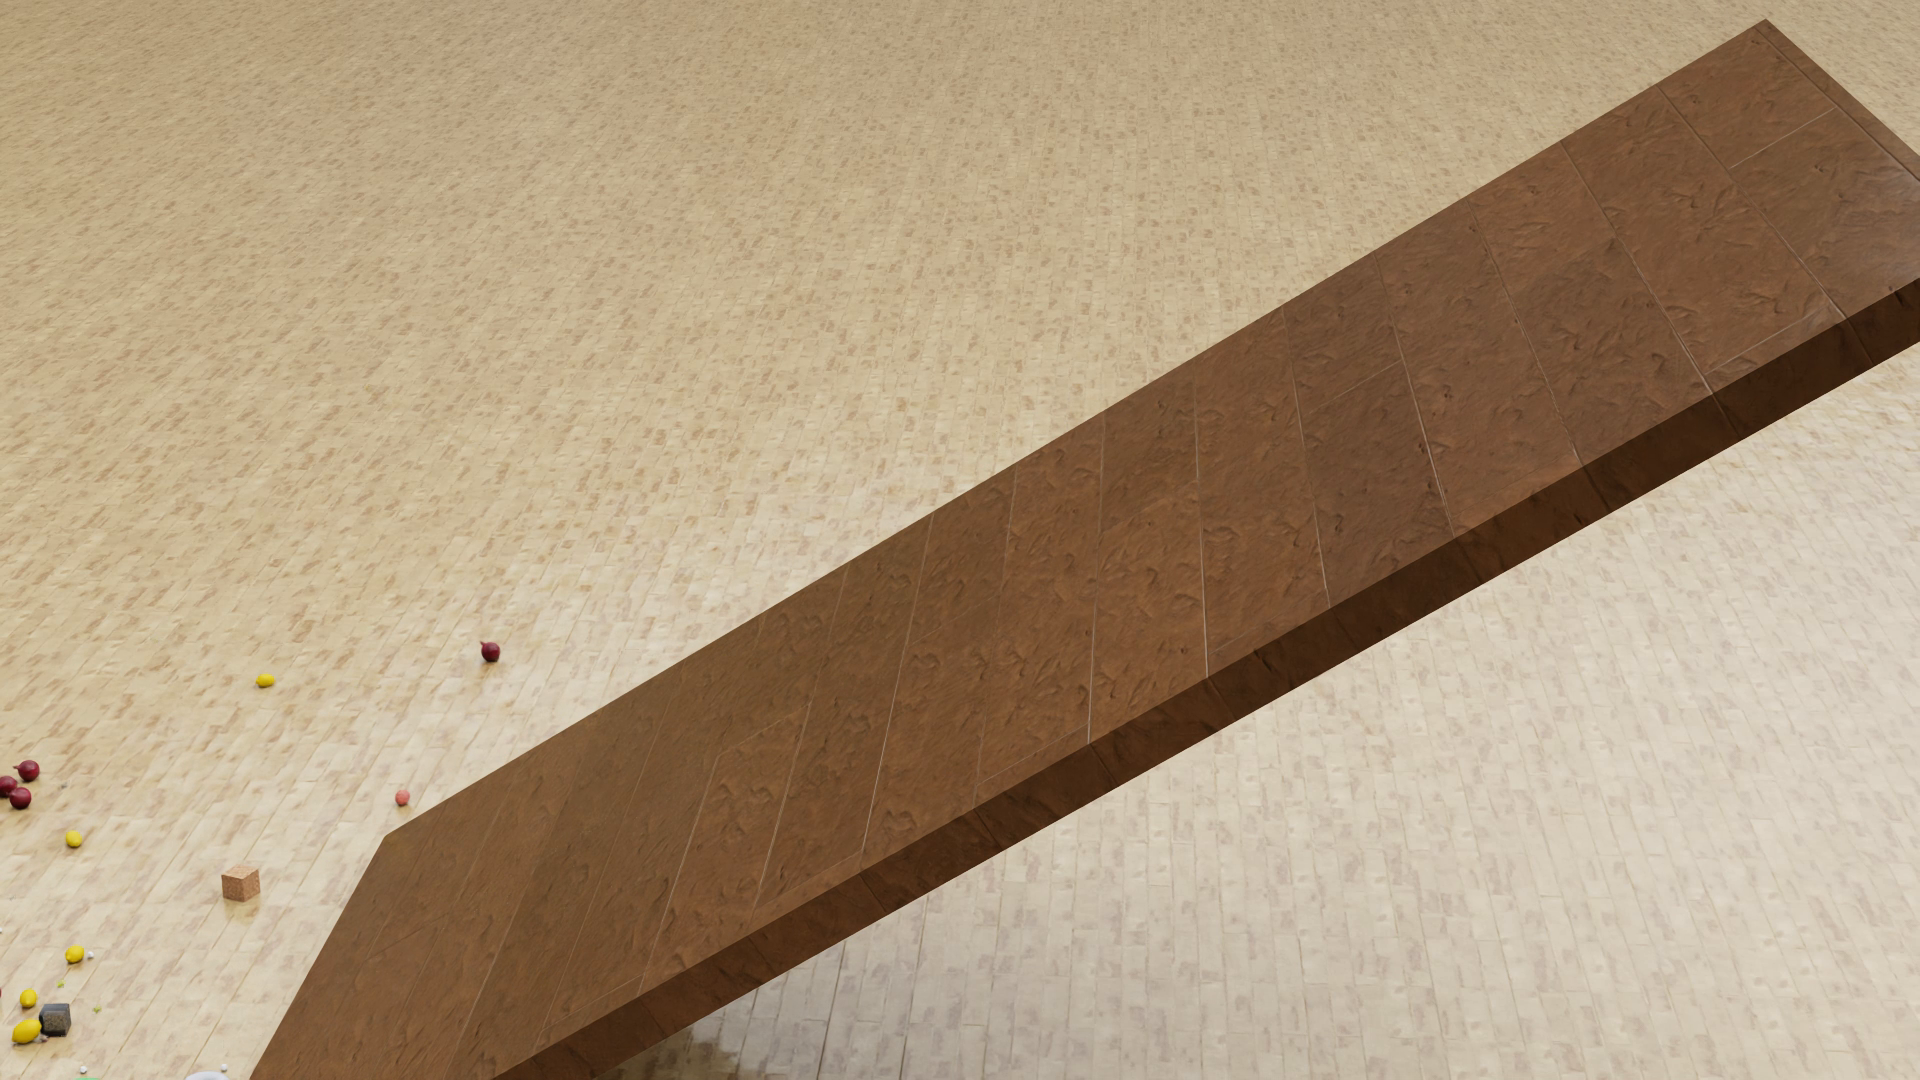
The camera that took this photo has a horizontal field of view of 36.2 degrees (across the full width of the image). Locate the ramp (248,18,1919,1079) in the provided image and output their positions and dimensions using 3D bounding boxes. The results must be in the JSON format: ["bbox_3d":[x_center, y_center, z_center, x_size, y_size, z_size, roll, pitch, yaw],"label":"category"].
[{"bbox_3d":[0.140,0.170,6.294,4.000,0.100,2.000,-30,15,14],"label":"ramp"}]

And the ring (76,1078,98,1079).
[{"bbox_3d":[-1.964,1.245,6.573,0.133,0.044,0.133,0,19,0],"label":"ring"}]

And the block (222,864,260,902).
[{"bbox_3d":[-1.844,0.880,7.541,0.067,0.067,0.067,9,22,22],"label":"block"}]

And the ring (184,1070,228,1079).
[{"bbox_3d":[-1.698,1.234,6.613,0.117,0.039,0.117,-1,21,0],"label":"ring"}]

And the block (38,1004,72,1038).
[{"bbox_3d":[-2.118,1.124,6.885,0.057,0.057,0.057,-1,20,-3],"label":"block"}]
